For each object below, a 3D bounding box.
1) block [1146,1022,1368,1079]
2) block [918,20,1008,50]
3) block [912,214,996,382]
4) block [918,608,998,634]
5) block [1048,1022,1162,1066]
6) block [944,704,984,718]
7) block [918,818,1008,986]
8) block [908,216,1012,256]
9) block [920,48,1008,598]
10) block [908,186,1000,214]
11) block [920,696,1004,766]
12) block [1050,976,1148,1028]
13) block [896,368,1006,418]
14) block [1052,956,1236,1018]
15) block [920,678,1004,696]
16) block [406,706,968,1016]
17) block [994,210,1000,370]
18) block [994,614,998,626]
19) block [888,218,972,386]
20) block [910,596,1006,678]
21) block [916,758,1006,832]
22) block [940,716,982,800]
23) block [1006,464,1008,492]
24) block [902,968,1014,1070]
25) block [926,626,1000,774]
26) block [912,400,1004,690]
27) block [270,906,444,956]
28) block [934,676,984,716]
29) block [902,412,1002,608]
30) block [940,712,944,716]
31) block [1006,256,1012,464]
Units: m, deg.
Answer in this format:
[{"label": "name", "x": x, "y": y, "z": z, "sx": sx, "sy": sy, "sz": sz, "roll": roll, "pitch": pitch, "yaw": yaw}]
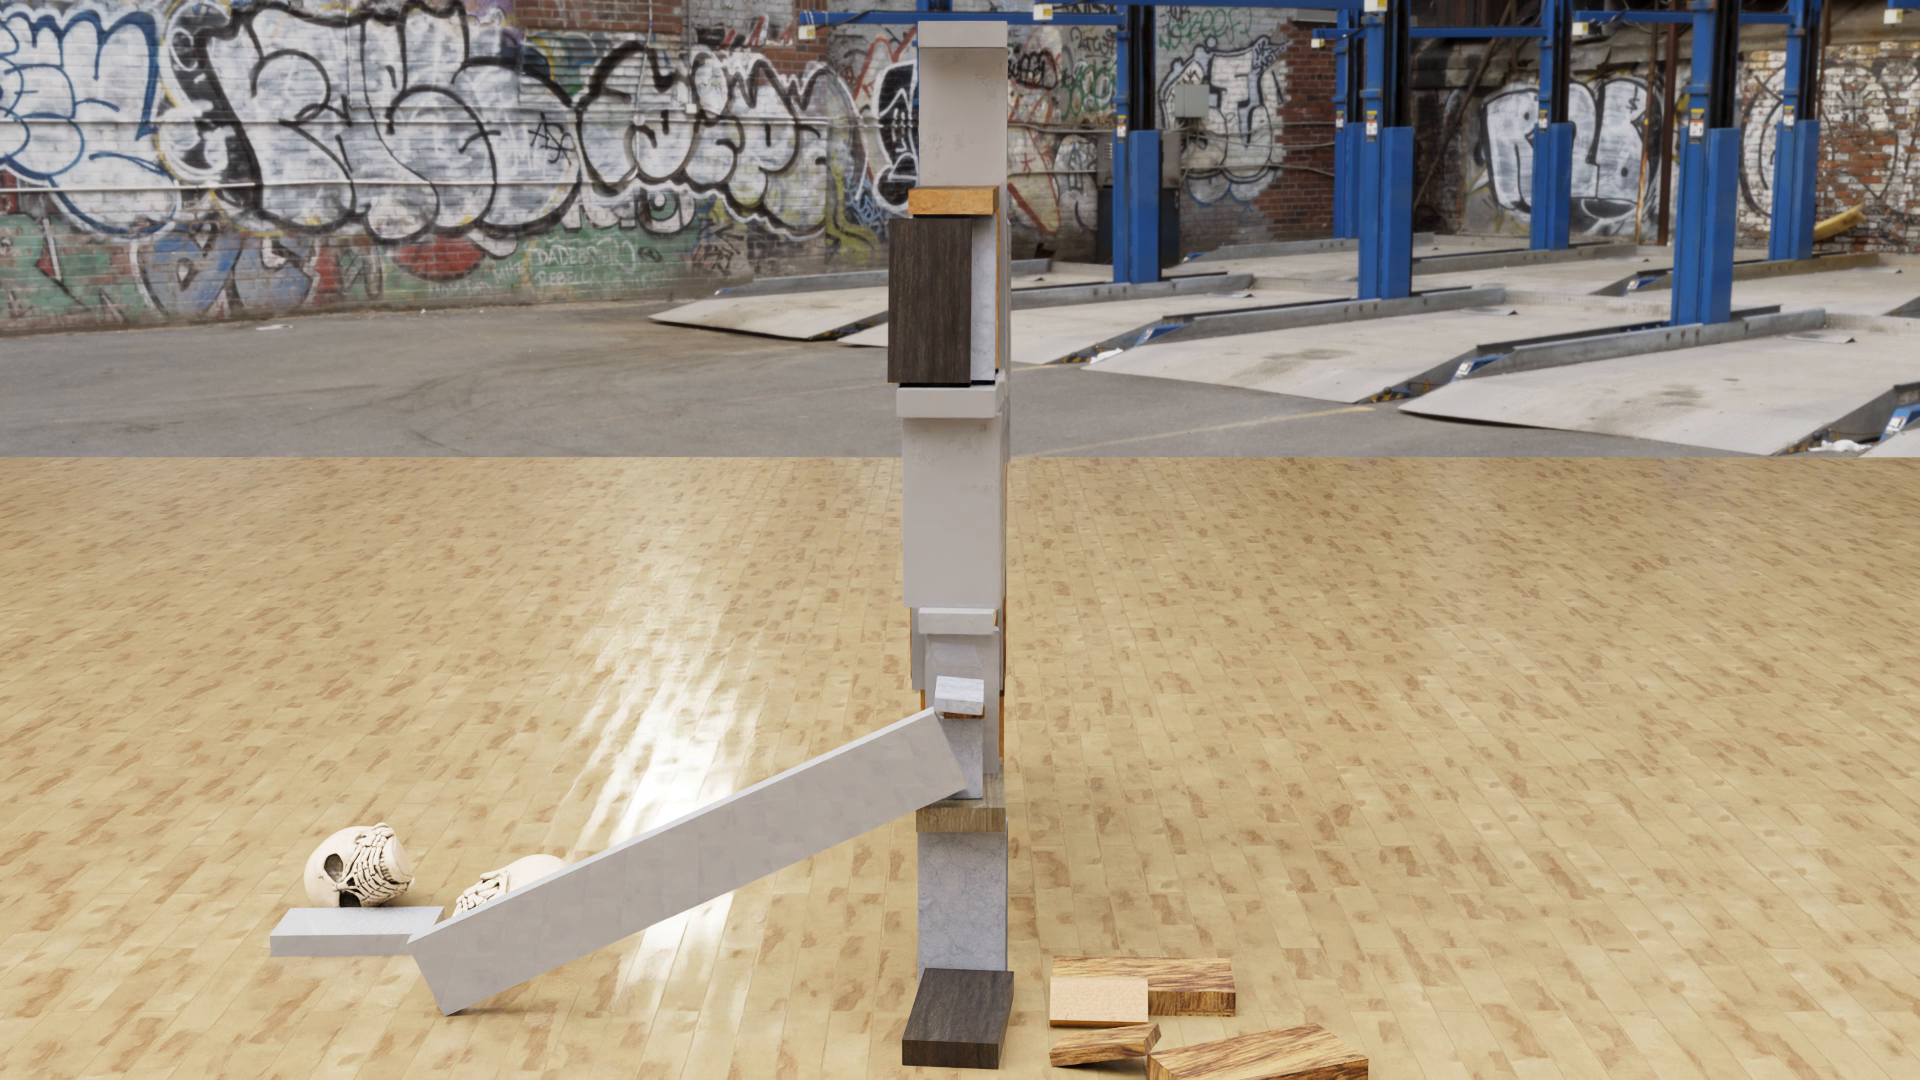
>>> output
[{"label": "block", "x": 0.397, "y": 0.707, "z": 2.938, "sx": 0.263, "sy": 0.037, "sz": 0.131, "roll": -5, "pitch": 11, "yaw": -23}, {"label": "block", "x": 0.004, "y": -0.806, "z": 3.529, "sx": 0.138, "sy": 0.039, "sz": 0.276, "roll": 0, "pitch": 10, "yaw": 0}, {"label": "block", "x": -0.009, "y": -0.362, "z": 3.288, "sx": 0.125, "sy": 0.249, "sz": 0.035, "roll": 0, "pitch": -2, "yaw": 2}, {"label": "block", "x": 0.000, "y": 0.104, "z": 3.372, "sx": 0.110, "sy": 0.031, "sz": 0.221, "roll": 1, "pitch": 11, "yaw": 3}, {"label": "block", "x": 0.198, "y": 0.687, "z": 2.992, "sx": 0.139, "sy": 0.020, "sz": 0.069, "roll": -13, "pitch": 5, "yaw": 24}, {"label": "block", "x": 0.005, "y": 0.240, "z": 3.237, "sx": 0.059, "sy": 0.017, "sz": 0.119, "roll": 0, "pitch": 9, "yaw": -2}, {"label": "block", "x": 0.004, "y": 0.537, "z": 3.245, "sx": 0.130, "sy": 0.259, "sz": 0.037, "roll": 1, "pitch": 11, "yaw": 7}, {"label": "block", "x": -0.003, "y": -0.520, "z": 3.747, "sx": 0.174, "sy": 0.049, "sz": 0.347, "roll": 0, "pitch": 11, "yaw": 0}, {"label": "block", "x": 0.005, "y": -0.341, "z": 3.531, "sx": 0.138, "sy": 0.875, "sz": 0.039, "roll": 1, "pitch": 9, "yaw": 3}, {"label": "block", "x": -0.007, "y": -0.520, "z": 3.356, "sx": 0.125, "sy": 0.035, "sz": 0.249, "roll": 1, "pitch": 11, "yaw": 3}, {"label": "block", "x": 0.004, "y": 0.405, "z": 3.871, "sx": 0.145, "sy": 0.291, "sz": 0.041, "roll": 0, "pitch": 11, "yaw": 0}, {"label": "block", "x": 0.198, "y": 0.660, "z": 3.136, "sx": 0.139, "sy": 0.020, "sz": 0.069, "roll": 1, "pitch": 48, "yaw": 3}, {"label": "block", "x": -0.011, "y": -0.226, "z": 3.358, "sx": 0.145, "sy": 0.041, "sz": 0.291, "roll": 1, "pitch": 11, "yaw": 4}, {"label": "block", "x": 0.267, "y": 0.653, "z": 3.225, "sx": 0.263, "sy": 0.037, "sz": 0.131, "roll": 1, "pitch": 11, "yaw": 3}, {"label": "block", "x": 0.004, "y": 0.224, "z": 3.936, "sx": 0.145, "sy": 0.041, "sz": 0.291, "roll": 0, "pitch": 11, "yaw": 0}, {"label": "block", "x": -0.390, "y": 0.461, "z": 3.156, "sx": 0.823, "sy": 0.122, "sz": 0.034, "roll": -24, "pitch": 11, "yaw": 1}, {"label": "block", "x": -0.001, "y": -0.391, "z": 3.447, "sx": 0.125, "sy": 0.249, "sz": 0.035, "roll": 0, "pitch": -1, "yaw": 2}, {"label": "block", "x": 0.004, "y": 0.235, "z": 3.469, "sx": 0.110, "sy": 0.263, "sz": 0.031, "roll": 0, "pitch": 10, "yaw": 1}, {"label": "block", "x": -0.044, "y": -0.352, "z": 3.254, "sx": 0.121, "sy": 0.243, "sz": 0.034, "roll": 0, "pitch": -2, "yaw": 2}, {"label": "block", "x": -0.003, "y": 0.072, "z": 3.746, "sx": 0.163, "sy": 0.327, "sz": 0.046, "roll": 0, "pitch": 11, "yaw": 0}, {"label": "block", "x": 0.001, "y": 0.379, "z": 3.287, "sx": 0.130, "sy": 0.037, "sz": 0.259, "roll": 0, "pitch": 11, "yaw": 0}, {"label": "block", "x": 0.002, "y": 0.316, "z": 3.196, "sx": 0.059, "sy": 0.119, "sz": 0.017, "roll": -1, "pitch": 5, "yaw": -4}, {"label": "block", "x": -0.003, "y": -0.131, "z": 3.819, "sx": 0.163, "sy": 0.046, "sz": 0.327, "roll": 0, "pitch": 11, "yaw": 0}, {"label": "block", "x": 0.000, "y": 0.674, "z": 3.112, "sx": 0.131, "sy": 0.037, "sz": 0.263, "roll": 1, "pitch": 11, "yaw": 6}, {"label": "block", "x": 0.003, "y": 0.242, "z": 3.319, "sx": 0.110, "sy": 0.220, "sz": 0.031, "roll": 0, "pitch": 11, "yaw": -2}, {"label": "block", "x": -0.004, "y": 0.007, "z": 3.492, "sx": 0.145, "sy": 0.466, "sz": 0.041, "roll": 0, "pitch": 11, "yaw": 1}, {"label": "block", "x": -0.942, "y": 0.613, "z": 3.449, "sx": 0.243, "sy": 0.034, "sz": 0.122, "roll": 0, "pitch": 11, "yaw": -2}, {"label": "block", "x": -0.001, "y": 0.225, "z": 3.194, "sx": 0.069, "sy": 0.020, "sz": 0.139, "roll": 5, "pitch": 9, "yaw": 0}, {"label": "block", "x": -0.011, "y": -0.045, "z": 3.292, "sx": 0.145, "sy": 0.291, "sz": 0.041, "roll": 1, "pitch": 11, "yaw": 5}, {"label": "block", "x": 0.001, "y": 0.301, "z": 3.284, "sx": 0.059, "sy": 0.119, "sz": 0.017, "roll": 0, "pitch": -9, "yaw": 0}, {"label": "block", "x": -0.003, "y": -0.304, "z": 3.670, "sx": 0.174, "sy": 0.347, "sz": 0.049, "roll": 0, "pitch": 11, "yaw": 0}]
